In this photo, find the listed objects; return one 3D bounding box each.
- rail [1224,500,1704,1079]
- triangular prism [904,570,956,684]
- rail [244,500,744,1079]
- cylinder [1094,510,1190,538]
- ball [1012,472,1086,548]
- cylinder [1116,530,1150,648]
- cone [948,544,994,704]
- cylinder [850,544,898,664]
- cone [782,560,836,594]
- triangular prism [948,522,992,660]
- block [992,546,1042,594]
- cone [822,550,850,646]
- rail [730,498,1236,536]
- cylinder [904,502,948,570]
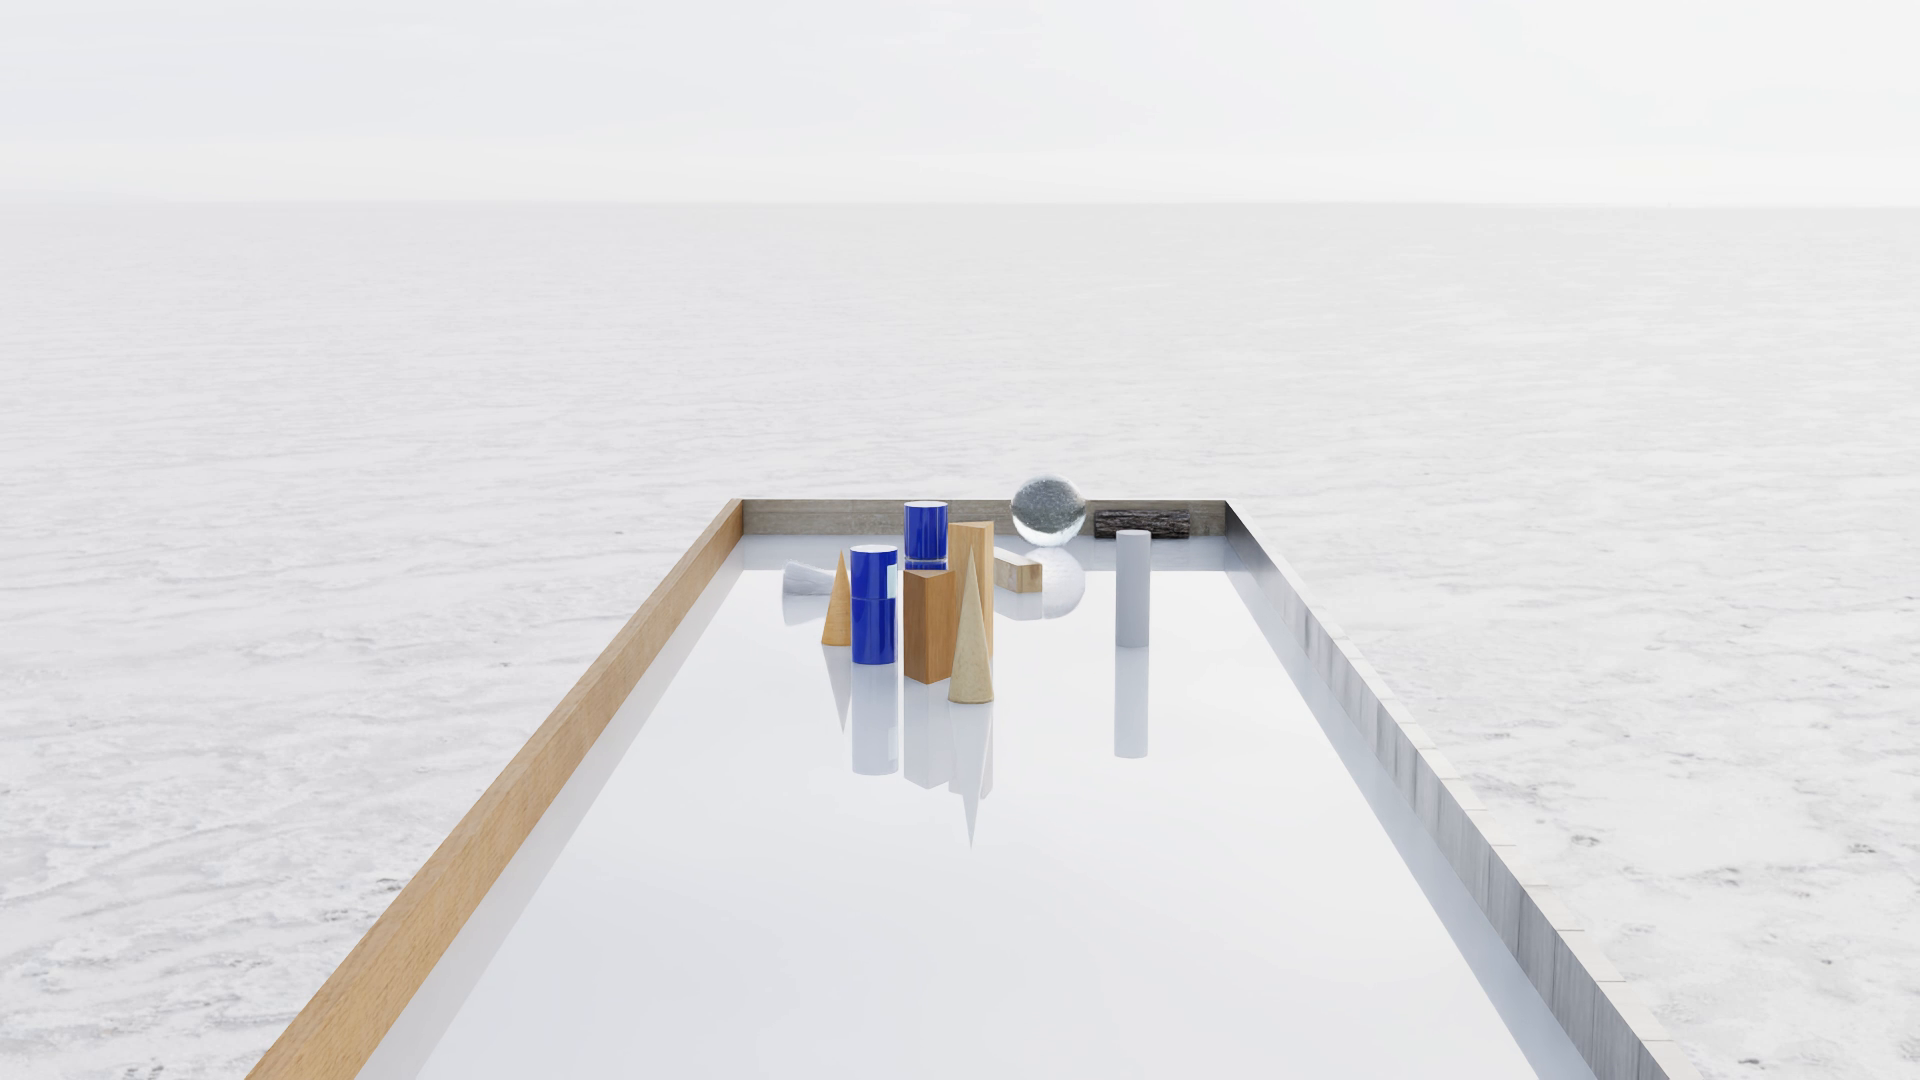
[{"bbox_3d":[1.046,0.843,3.208,0.050,0.150,12.000,0,9,1],"label":"rail"},{"bbox_3d":[-0.110,0.248,6.441,0.131,0.314,0.151,6,11,32],"label":"triangular prism"},{"bbox_3d":[-1.004,0.839,3.234,0.050,0.150,12.000,0,9,1],"label":"rail"},{"bbox_3d":[0.749,-0.067,9.059,0.386,0.117,0.117,0,9,1],"label":"cylinder"},{"bbox_3d":[0.355,-0.121,8.819,0.299,0.299,0.299,0,9,0],"label":"ball"},{"bbox_3d":[0.543,0.152,6.906,0.108,0.357,0.108,0,9,0],"label":"cylinder"},{"bbox_3d":[0.032,0.227,6.152,0.133,0.447,0.133,0,9,0],"label":"cone"},{"bbox_3d":[-0.260,0.196,6.676,0.143,0.344,0.143,0,9,0],"label":"cylinder"},{"bbox_3d":[-0.419,0.165,7.776,0.403,0.121,0.121,10,10,6],"label":"cone"},{"bbox_3d":[0.059,0.156,6.686,0.142,0.418,0.123,8,12,41],"label":"triangular prism"},{"bbox_3d":[0.169,0.108,8.008,0.101,0.101,0.412,-4,10,-23],"label":"block"},{"bbox_3d":[-0.373,0.174,6.944,0.136,0.302,0.136,0,9,0],"label":"cone"},{"bbox_3d":[0.099,-0.098,9.147,2.100,0.150,0.050,0,9,1],"label":"rail"},{"bbox_3d":[-0.108,0.105,6.933,0.136,0.442,0.136,0,9,0],"label":"cylinder"}]
